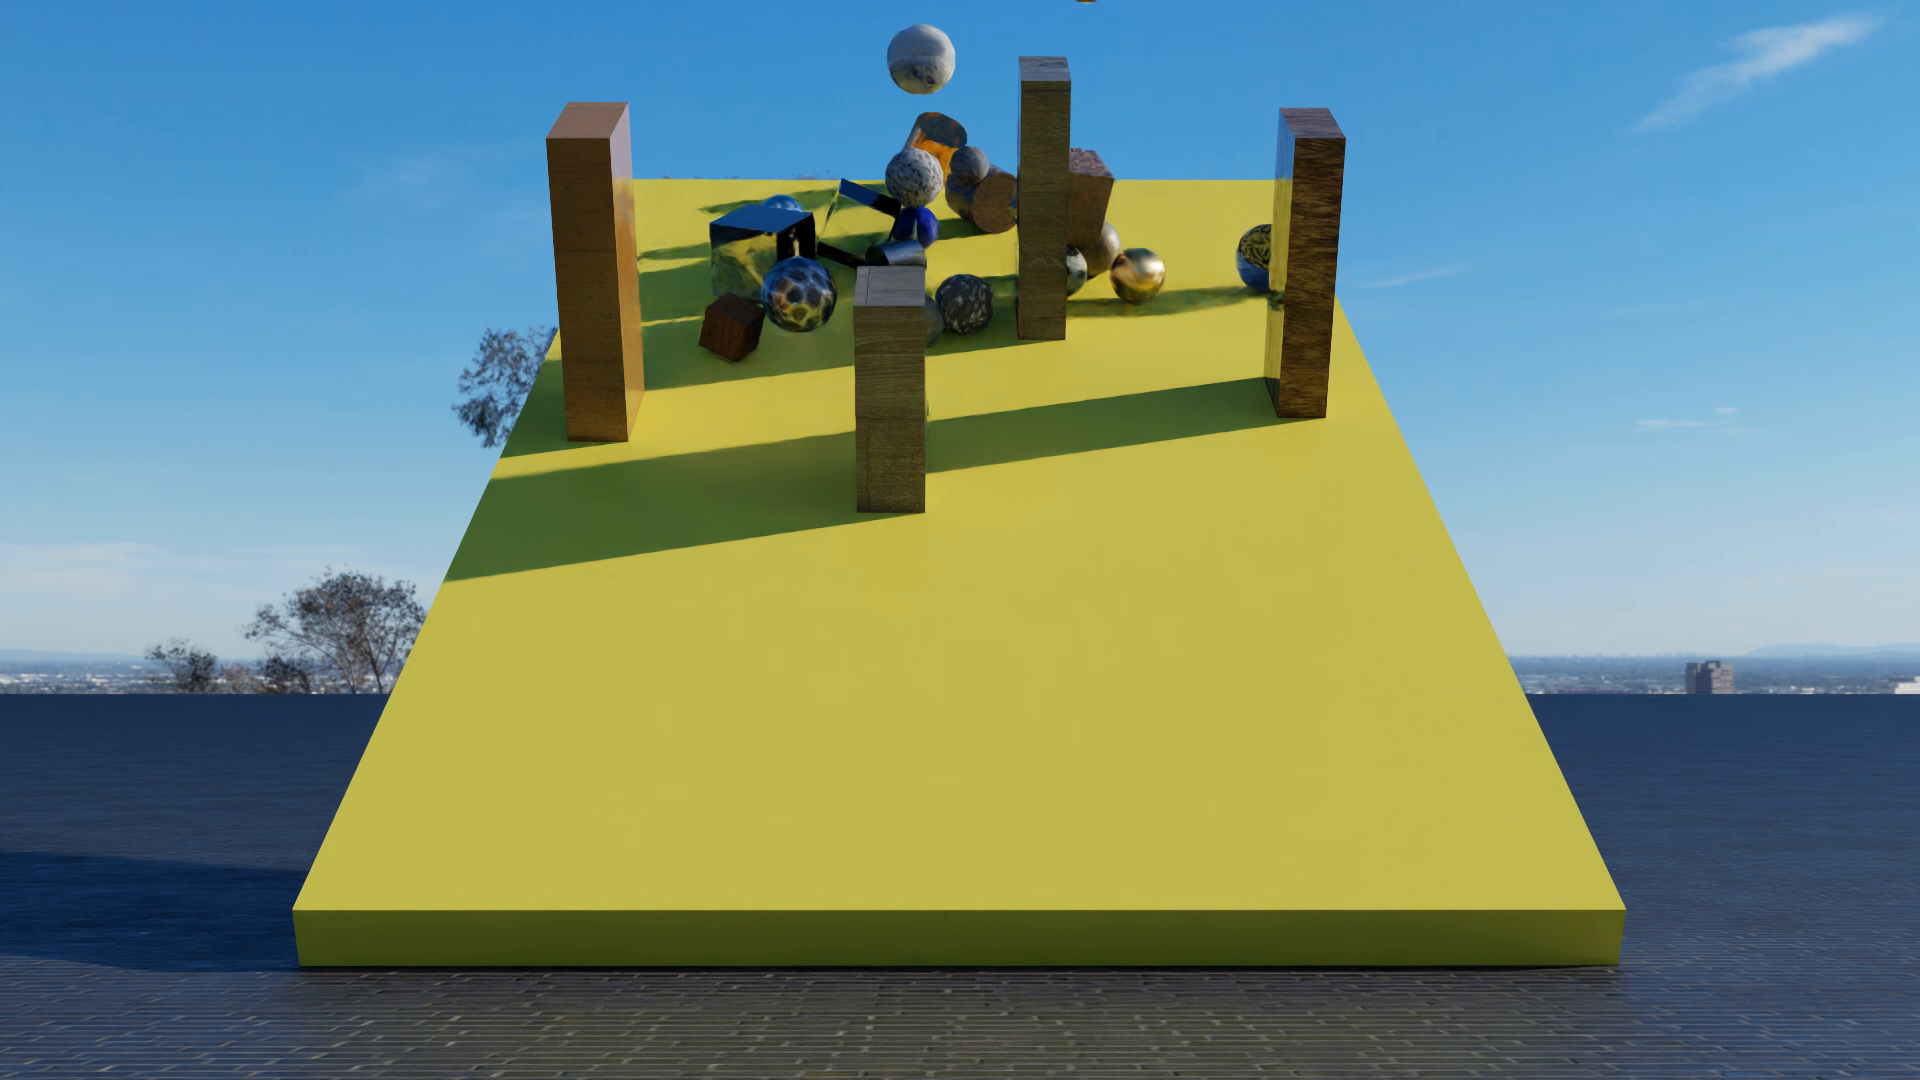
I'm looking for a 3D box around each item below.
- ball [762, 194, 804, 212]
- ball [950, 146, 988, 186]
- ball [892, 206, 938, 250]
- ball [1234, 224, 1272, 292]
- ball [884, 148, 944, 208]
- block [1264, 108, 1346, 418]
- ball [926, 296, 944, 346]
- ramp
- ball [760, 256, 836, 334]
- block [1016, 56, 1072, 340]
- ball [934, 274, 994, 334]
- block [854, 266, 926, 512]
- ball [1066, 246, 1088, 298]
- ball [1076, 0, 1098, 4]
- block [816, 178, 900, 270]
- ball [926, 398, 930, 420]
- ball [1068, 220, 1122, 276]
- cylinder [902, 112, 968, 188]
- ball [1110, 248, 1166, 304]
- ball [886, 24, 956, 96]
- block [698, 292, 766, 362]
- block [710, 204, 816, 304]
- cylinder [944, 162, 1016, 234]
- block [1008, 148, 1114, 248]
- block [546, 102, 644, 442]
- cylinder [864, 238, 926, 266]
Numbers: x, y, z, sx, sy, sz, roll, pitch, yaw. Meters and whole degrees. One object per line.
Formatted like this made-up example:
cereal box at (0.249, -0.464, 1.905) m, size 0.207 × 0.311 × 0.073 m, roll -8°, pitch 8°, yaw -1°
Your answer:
ball at (-0.499, -0.898, 6.522) m, size 0.135 × 0.135 × 0.135 m, roll 0°, pitch -4°, yaw 0°
ball at (0.026, -1.046, 6.518) m, size 0.109 × 0.109 × 0.109 m, roll 0°, pitch -4°, yaw 0°
ball at (-0.124, -0.861, 6.450) m, size 0.130 × 0.130 × 0.130 m, roll 0°, pitch -4°, yaw 0°
ball at (0.813, -0.741, 6.129) m, size 0.181 × 0.181 × 0.181 m, roll 0°, pitch -4°, yaw 0°
ball at (-0.125, -0.990, 6.382) m, size 0.160 × 0.160 × 0.160 m, roll 0°, pitch -4°, yaw 0°
block at (0.781, -0.631, 5.319) m, size 0.110 × 0.652 × 0.271 m, roll 0°, pitch 24°, yaw 0°
ball at (-0.108, -0.540, 5.738) m, size 0.135 × 0.135 × 0.135 m, roll 0°, pitch -4°, yaw 0°
ramp at (-0.008, -0.229, 5.338) m, size 2.000 × 0.100 × 4.000 m, roll 0°, pitch 24°, yaw 0°
ball at (-0.389, -0.591, 5.630) m, size 0.183 × 0.183 × 0.183 m, roll 0°, pitch -4°, yaw 0°
block at (0.204, -0.848, 5.795) m, size 0.119 × 0.650 × 0.259 m, roll 0°, pitch 24°, yaw 0°
ball at (0.010, -0.590, 5.819) m, size 0.150 × 0.150 × 0.150 m, roll 0°, pitch -4°, yaw 0°
block at (-0.143, -0.315, 4.862) m, size 0.141 × 0.451 × 0.259 m, roll 0°, pitch 24°, yaw 0°
ball at (0.262, -0.700, 6.083) m, size 0.142 × 0.142 × 0.142 m, roll 0°, pitch -4°, yaw 0°
ball at (0.358, -1.592, 6.604) m, size 0.143 × 0.143 × 0.143 m, roll 0°, pitch -4°, yaw 0°
block at (-0.274, -0.843, 6.292) m, size 0.172 × 0.172 × 0.172 m, roll 21°, pitch 22°, yaw -9°
ball at (-0.126, -0.287, 5.082) m, size 0.118 × 0.118 × 0.118 m, roll 0°, pitch -4°, yaw 0°
ball at (0.355, -0.786, 6.257) m, size 0.154 × 0.154 × 0.154 m, roll 0°, pitch -4°, yaw 0°
cylinder at (-0.084, -1.169, 7.009) m, size 0.165 × 0.165 × 0.165 m, roll 2°, pitch -42°, yaw -30°
ball at (0.459, -0.687, 6.053) m, size 0.144 × 0.144 × 0.144 m, roll 0°, pitch -4°, yaw 0°
ball at (-0.111, -1.373, 6.668) m, size 0.201 × 0.201 × 0.201 m, roll 0°, pitch -4°, yaw 0°
block at (-0.554, -0.517, 5.679) m, size 0.107 × 0.107 × 0.107 m, roll 26°, pitch 34°, yaw 13°
block at (-0.515, -0.747, 6.114) m, size 0.199 × 0.199 × 0.199 m, roll 11°, pitch 27°, yaw 23°
cylinder at (0.073, -0.983, 6.664) m, size 0.176 × 0.176 × 0.176 m, roll 2°, pitch 21°, yaw -28°
block at (0.262, -0.895, 6.050) m, size 0.194 × 0.194 × 0.194 m, roll 5°, pitch 29°, yaw -17°
block at (-0.805, -0.597, 5.192) m, size 0.134 × 0.688 × 0.315 m, roll 0°, pitch 24°, yaw 0°
cylinder at (-0.171, -0.733, 6.182) m, size 0.118 × 0.118 × 0.118 m, roll -17°, pitch 6°, yaw -33°
